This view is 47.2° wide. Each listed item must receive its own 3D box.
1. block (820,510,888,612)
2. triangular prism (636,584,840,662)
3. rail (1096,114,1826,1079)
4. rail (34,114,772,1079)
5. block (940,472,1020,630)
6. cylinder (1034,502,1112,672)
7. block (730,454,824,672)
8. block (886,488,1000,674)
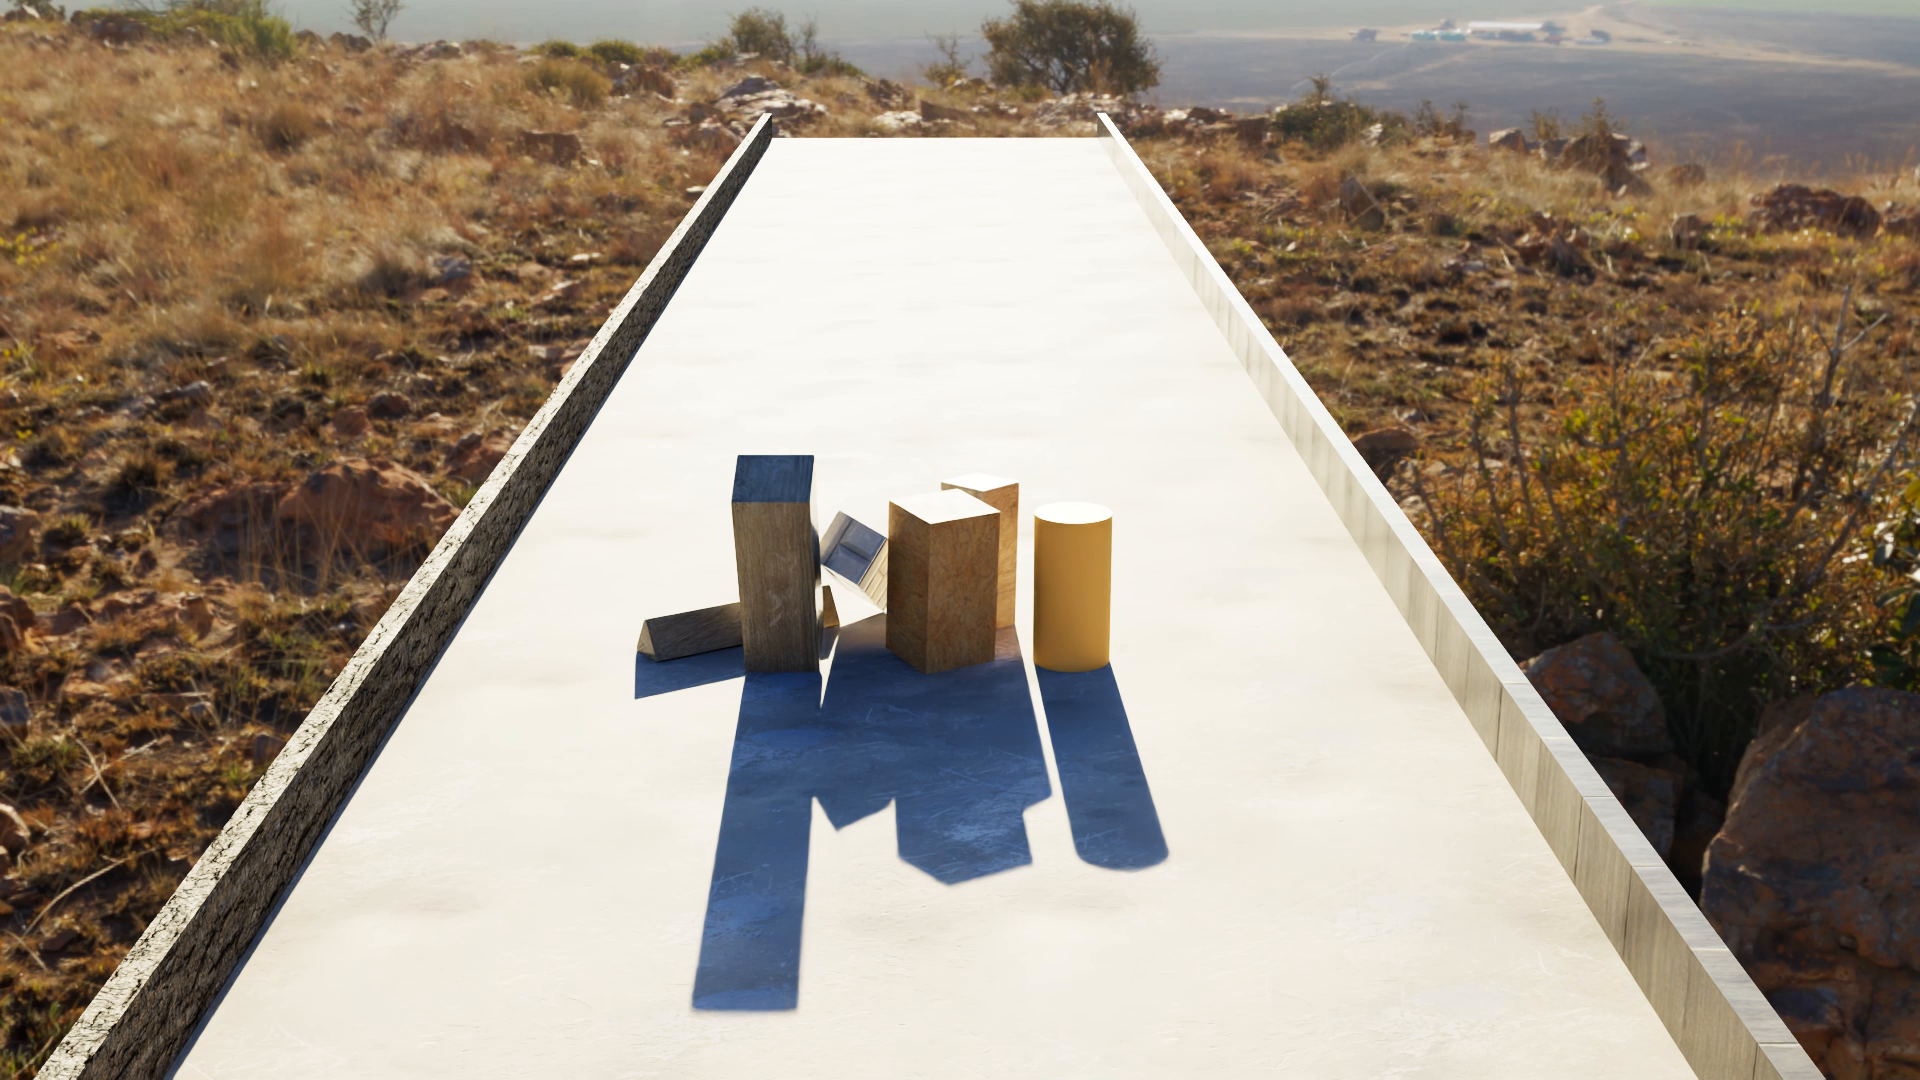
[{"bbox_3d":[-0.202,0.047,4.546,0.111,0.111,0.368,30,-6,11],"label":"block"},{"bbox_3d":[-0.454,0.163,4.532,0.425,0.079,0.092,-11,20,-32],"label":"triangular prism"},{"bbox_3d":[0.932,-0.844,7.801,0.050,0.150,12.000,0,17,-1],"label":"rail"},{"bbox_3d":[-1.118,-0.838,7.780,0.050,0.150,12.000,0,17,-1],"label":"rail"},{"bbox_3d":[0.038,0.028,4.585,0.116,0.308,0.116,14,19,39],"label":"block"},{"bbox_3d":[0.223,0.093,4.376,0.154,0.307,0.154,0,17,0],"label":"cylinder"},{"bbox_3d":[-0.351,0.049,4.273,0.147,0.427,0.147,0,39,0],"label":"block"},{"bbox_3d":[-0.036,0.081,4.383,0.161,0.316,0.161,-10,23,-30],"label":"block"}]
